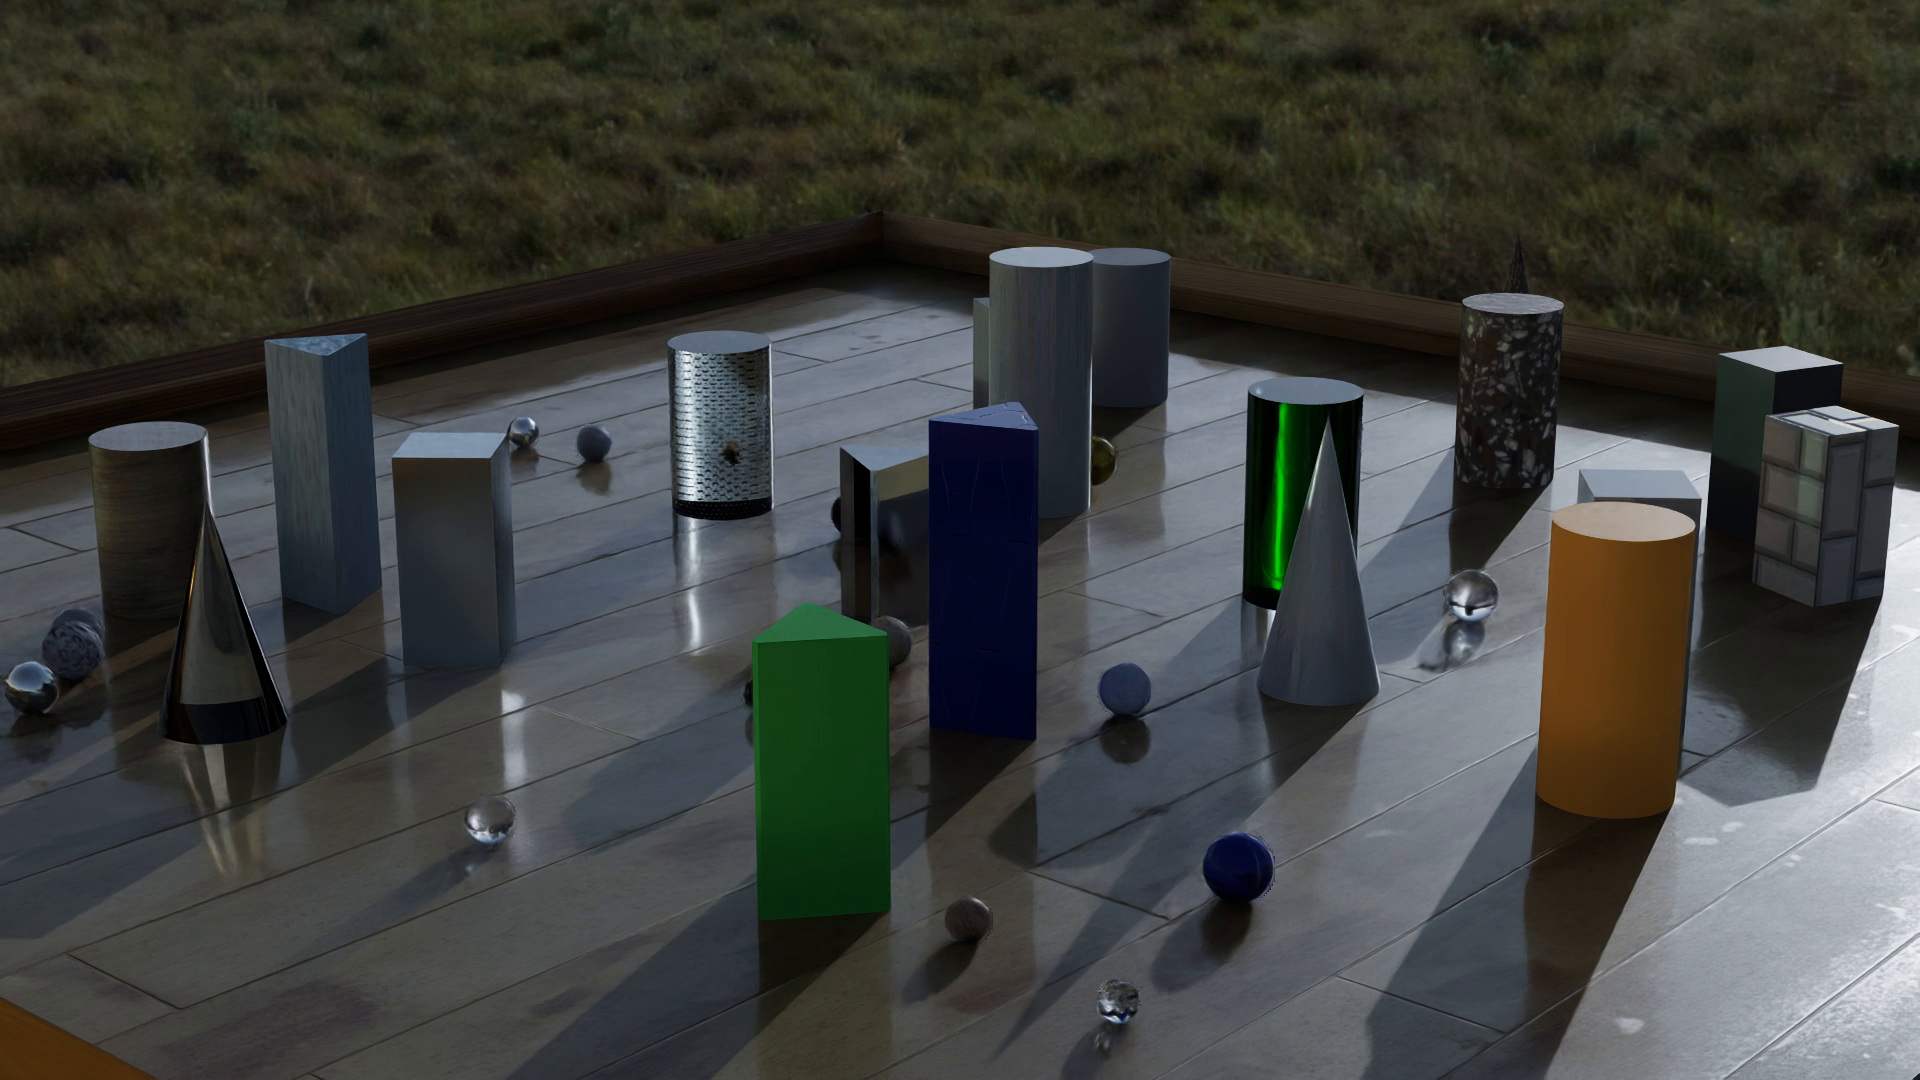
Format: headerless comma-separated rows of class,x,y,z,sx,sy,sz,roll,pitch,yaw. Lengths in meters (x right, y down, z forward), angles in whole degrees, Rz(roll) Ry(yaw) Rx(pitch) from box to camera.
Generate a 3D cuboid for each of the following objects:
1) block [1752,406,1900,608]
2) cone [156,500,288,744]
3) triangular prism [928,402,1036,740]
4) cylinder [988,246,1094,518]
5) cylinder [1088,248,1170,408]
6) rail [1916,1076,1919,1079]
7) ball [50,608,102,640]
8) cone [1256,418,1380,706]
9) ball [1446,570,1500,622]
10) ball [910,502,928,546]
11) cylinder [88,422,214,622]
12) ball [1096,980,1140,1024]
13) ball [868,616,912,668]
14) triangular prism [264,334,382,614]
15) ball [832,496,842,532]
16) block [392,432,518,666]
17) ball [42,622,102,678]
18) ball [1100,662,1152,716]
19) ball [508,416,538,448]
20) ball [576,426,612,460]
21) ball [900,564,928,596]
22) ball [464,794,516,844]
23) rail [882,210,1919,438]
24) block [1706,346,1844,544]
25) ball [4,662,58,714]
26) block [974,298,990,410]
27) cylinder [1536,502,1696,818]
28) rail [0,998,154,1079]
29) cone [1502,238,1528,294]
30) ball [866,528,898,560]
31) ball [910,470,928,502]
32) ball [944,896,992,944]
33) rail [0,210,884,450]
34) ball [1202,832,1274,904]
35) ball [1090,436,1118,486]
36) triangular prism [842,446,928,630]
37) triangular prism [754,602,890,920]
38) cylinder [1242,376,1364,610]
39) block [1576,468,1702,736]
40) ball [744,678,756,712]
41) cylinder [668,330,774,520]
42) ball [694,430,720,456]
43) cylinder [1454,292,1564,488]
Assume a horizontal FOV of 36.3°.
block,1.511,-0.060,5.123,0.158,0.306,0.158,-8,19,-25
cone,-1.137,0.108,4.470,0.198,0.359,0.198,0,17,0
triangular prism,0.059,0.042,4.470,0.171,0.486,0.148,6,18,20
cylinder,0.154,-0.303,5.615,0.198,0.486,0.198,0,17,0
cylinder,0.362,-0.469,6.463,0.198,0.316,0.198,0,17,0
rail,1.591,0.431,3.797,0.045,0.128,4.265,14,22,39
ball,-1.449,0.151,4.810,0.082,0.082,0.082,0,17,0
cone,0.573,0.019,4.621,0.198,0.444,0.198,0,17,0
ball,0.871,0.094,4.984,0.090,0.090,0.090,0,17,0
ball,-0.050,-0.030,5.406,0.084,0.084,0.084,0,17,0
cylinder,-1.384,-0.034,5.042,0.198,0.301,0.198,0,17,0
ball,0.189,0.555,3.521,0.053,0.053,0.053,0,17,0
ball,-0.119,0.165,4.759,0.083,0.083,0.083,0,17,0
triangular prism,-1.073,-0.122,5.067,0.171,0.456,0.148,15,22,40
ball,-0.201,-0.049,5.477,0.079,0.079,0.079,0,17,0
block,-0.824,0.014,4.796,0.158,0.351,0.158,0,17,2
ball,-1.424,0.177,4.706,0.093,0.093,0.093,0,17,0
ball,0.256,0.231,4.543,0.082,0.082,0.082,0,17,0
ball,-0.907,-0.224,6.087,0.064,0.064,0.064,0,17,0
ball,-0.747,-0.198,5.985,0.073,0.073,0.073,0,17,0
ball,-0.077,0.069,5.127,0.055,0.055,0.055,0,17,0
ball,-0.649,0.386,4.051,0.069,0.069,0.069,0,17,0
rail,1.383,-0.427,6.645,4.261,0.128,0.045,14,22,39
block,1.516,-0.176,5.463,0.158,0.331,0.158,-8,18,-24
ball,-1.442,0.229,4.553,0.081,0.081,0.081,0,17,0
block,0.127,-0.350,6.108,0.158,0.292,0.158,-5,18,-17
cylinder,0.932,0.169,4.180,0.198,0.410,0.198,0,17,0
rail,-1.383,0.492,3.595,4.261,0.128,0.045,14,22,39
cone,1.151,-0.424,6.108,0.198,0.434,0.198,0,17,0
ball,-0.142,0.007,5.330,0.057,0.057,0.057,0,17,0
ball,-0.067,-0.105,5.691,0.062,0.062,0.062,0,17,0
ball,0.010,0.485,3.742,0.059,0.059,0.059,0,17,0
rail,-1.591,-0.366,6.442,0.045,0.128,4.265,14,22,39
ball,0.366,0.431,3.860,0.093,0.093,0.093,0,17,0
ball,0.260,-0.155,5.767,0.099,0.099,0.099,0,17,0
triangular prism,-0.143,-0.002,4.942,0.148,0.299,0.171,13,21,38
triangular prism,-0.189,0.286,3.844,0.171,0.381,0.148,-3,17,-10
cylinder,0.592,-0.080,5.077,0.198,0.369,0.198,0,17,0
block,1.027,0.095,4.484,0.158,0.377,0.158,1,17,3
ball,-0.308,0.240,4.559,0.057,0.057,0.057,0,17,0
cylinder,-0.458,-0.221,5.624,0.198,0.325,0.198,0,17,0
ball,-0.519,-0.198,6.017,0.053,0.053,0.053,0,17,0
cylinder,1.090,-0.298,5.833,0.198,0.352,0.198,0,17,0
